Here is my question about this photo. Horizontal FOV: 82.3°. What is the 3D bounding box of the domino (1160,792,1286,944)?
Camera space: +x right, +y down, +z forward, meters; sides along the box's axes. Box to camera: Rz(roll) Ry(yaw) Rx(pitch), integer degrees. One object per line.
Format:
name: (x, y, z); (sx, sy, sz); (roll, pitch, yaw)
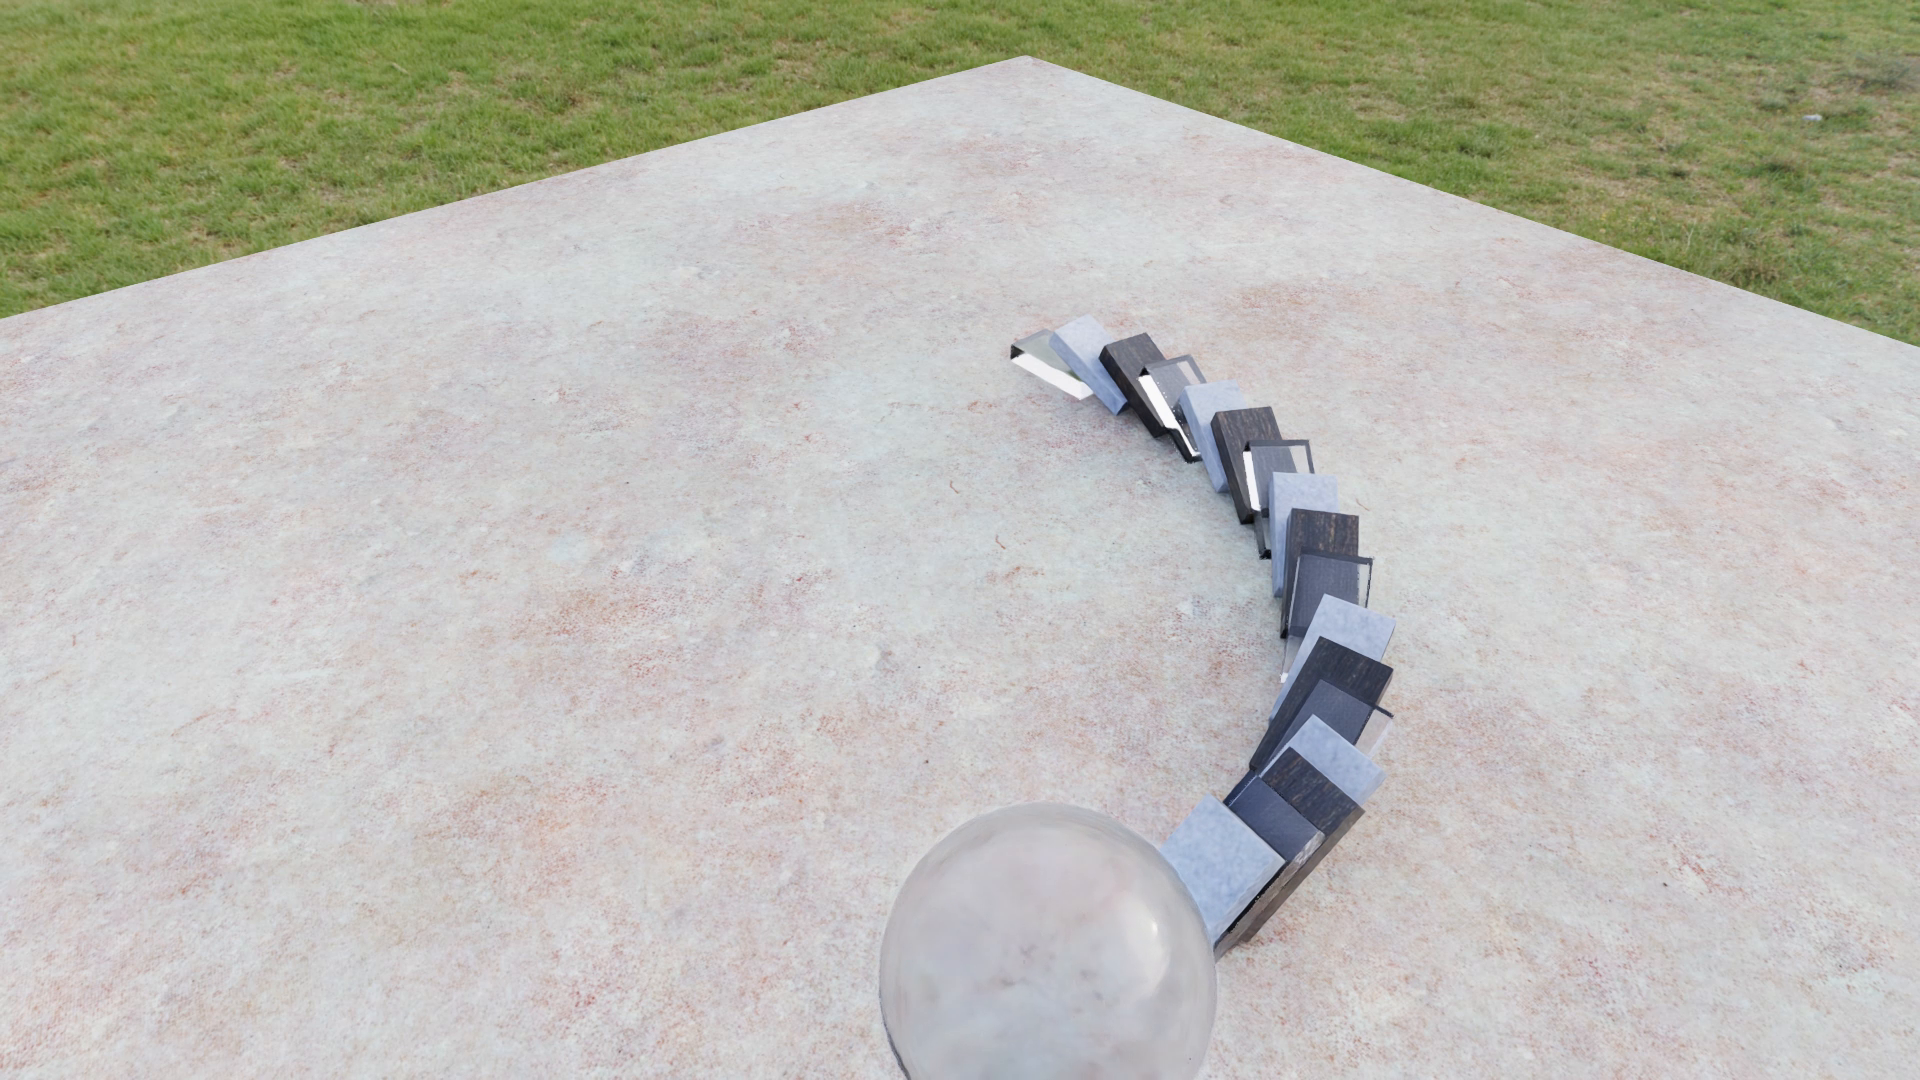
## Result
domino: (0.062, 0.097, 0.302); (0.050, 0.010, 0.025); (-50, 51, 2)

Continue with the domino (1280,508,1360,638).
domino: (0.135, 0.014, 0.411); (0.025, 0.010, 0.050); (7, 65, 9)

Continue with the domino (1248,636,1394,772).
domino: (0.117, 0.058, 0.356); (0.025, 0.010, 0.050); (26, 72, 28)

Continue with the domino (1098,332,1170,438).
domino: (0.090, -0.073, 0.518); (0.025, 0.010, 0.050); (-21, 67, -23)

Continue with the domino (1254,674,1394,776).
domino: (0.109, 0.069, 0.339); (0.025, 0.010, 0.050); (31, 81, 32)

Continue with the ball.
ball: (0.020, 0.103, 0.262); (0.080, 0.080, 0.080); (0, 39, 0)

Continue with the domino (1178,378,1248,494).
domino: (0.117, -0.046, 0.485); (0.025, 0.009, 0.050); (-10, 64, -12)

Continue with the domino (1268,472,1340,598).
domino: (0.135, -0.002, 0.430); (0.025, 0.010, 0.050); (3, 64, 4)

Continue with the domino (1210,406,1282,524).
domino: (0.126, -0.032, 0.467); (0.025, 0.010, 0.050); (-6, 64, -8)

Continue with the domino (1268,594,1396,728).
domino: (0.126, 0.045, 0.373); (0.025, 0.010, 0.050); (21, 68, 24)

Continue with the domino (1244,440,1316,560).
domino: (0.132, -0.017, 0.448); (0.025, 0.009, 0.050); (-1, 64, -1)

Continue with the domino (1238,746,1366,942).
domino: (0.088, 0.087, 0.315); (0.050, 0.009, 0.025); (-49, 51, 3)

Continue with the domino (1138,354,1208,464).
domino: (0.105, -0.060, 0.502); (0.025, 0.010, 0.050); (-16, 65, -19)

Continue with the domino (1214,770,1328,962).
domino: (0.076, 0.092, 0.308); (0.050, 0.010, 0.025); (-50, 51, 2)

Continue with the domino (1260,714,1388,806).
domino: (0.099, 0.079, 0.324); (0.050, 0.009, 0.025); (-50, 51, 2)

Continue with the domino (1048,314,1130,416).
domino: (0.069, -0.085, 0.532); (0.025, 0.010, 0.050); (-31, 73, -31)

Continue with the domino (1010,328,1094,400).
domino: (0.052, -0.089, 0.552); (0.025, 0.010, 0.050); (-29, 47, -31)

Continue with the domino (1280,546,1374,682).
domino: (0.131, 0.029, 0.393); (0.025, 0.010, 0.050); (11, 65, 13)
